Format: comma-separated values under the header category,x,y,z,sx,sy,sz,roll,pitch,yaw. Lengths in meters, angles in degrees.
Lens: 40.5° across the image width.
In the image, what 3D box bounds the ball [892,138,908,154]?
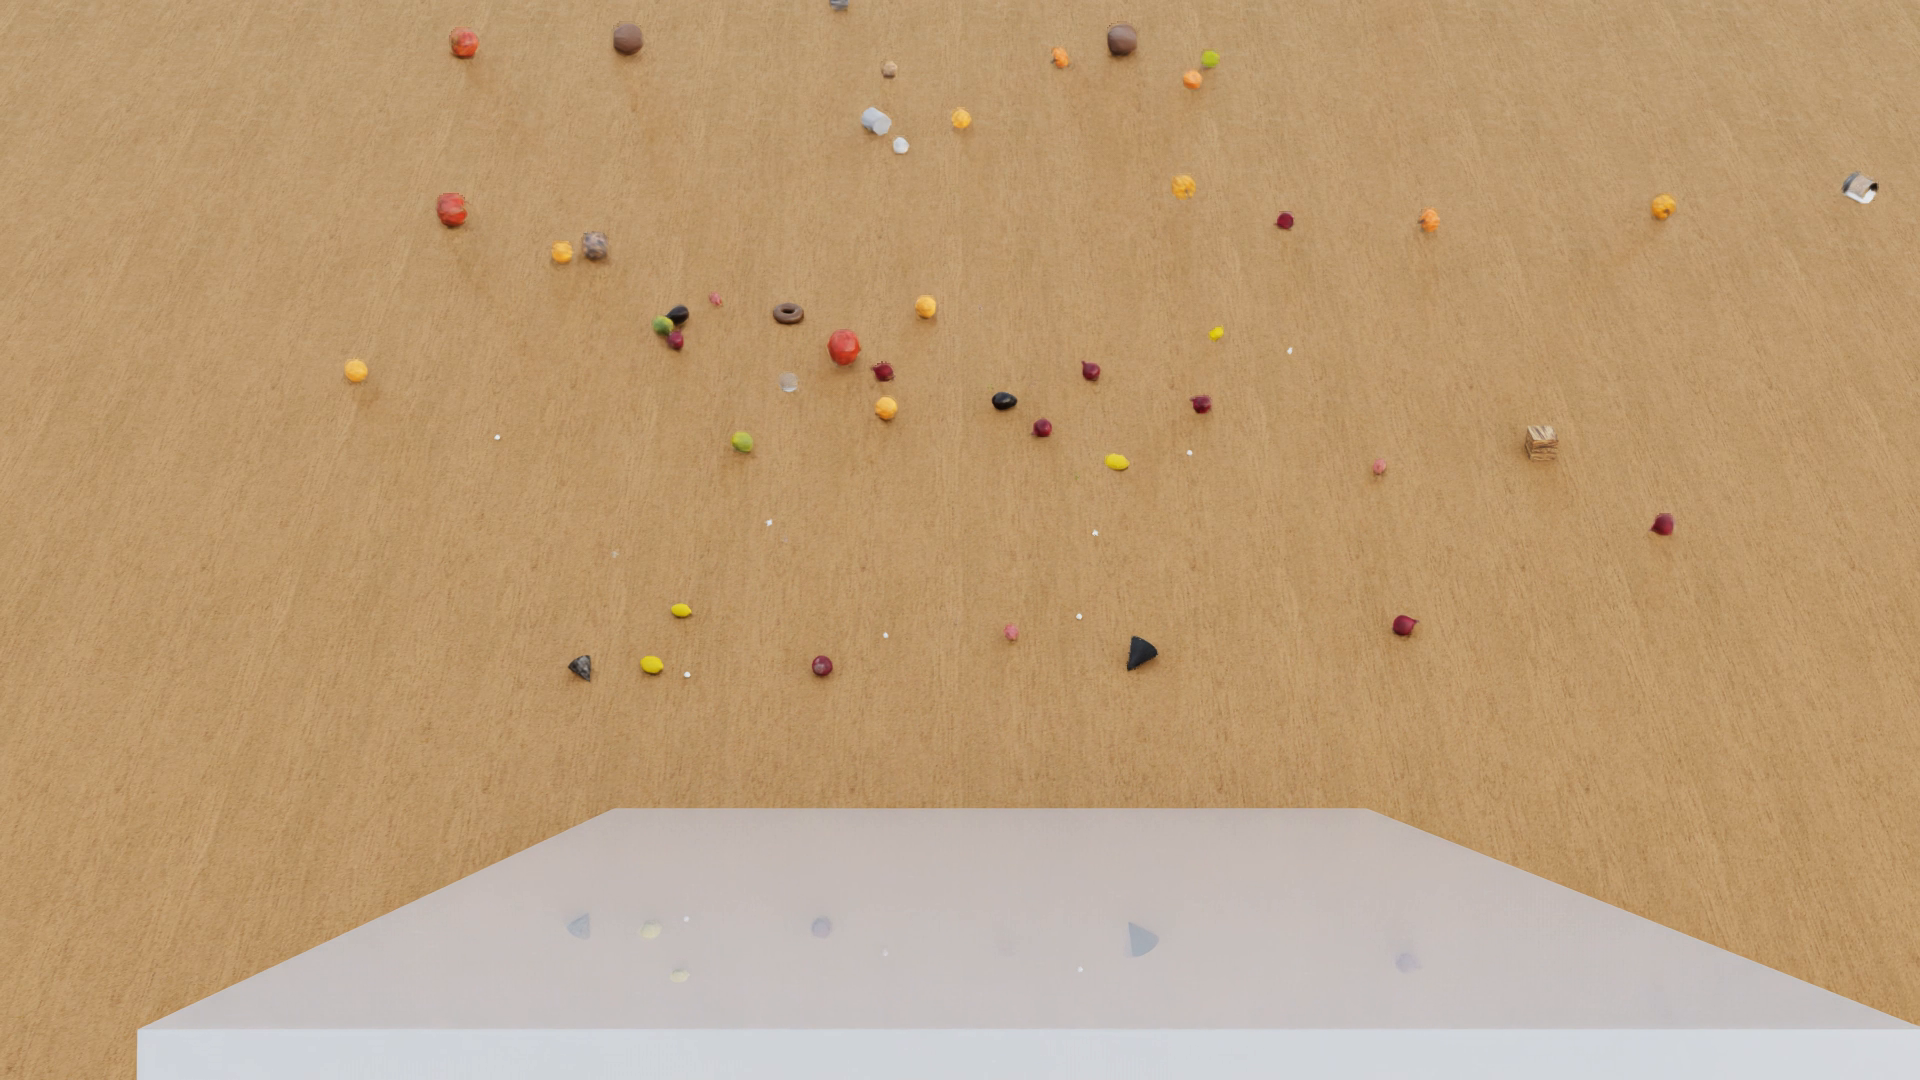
category,x,y,z,sx,sy,sz,roll,pitch,yaw
ball,-0.228,-1.514,9.990,0.062,0.062,0.062,0,37,0

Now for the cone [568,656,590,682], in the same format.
category,x,y,z,sx,sy,sz,roll,pitch,yaw
cone,-1.076,0.379,7.459,0.070,0.070,0.070,-21,68,-26

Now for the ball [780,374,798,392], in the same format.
category,x,y,z,sx,sy,sz,roll,pitch,yaw
ball,-0.568,-0.523,8.653,0.060,0.060,0.060,0,37,0

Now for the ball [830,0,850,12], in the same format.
category,x,y,z,sx,sy,sz,roll,pitch,yaw
ball,-0.510,-2.282,11.008,0.085,0.085,0.085,0,37,0

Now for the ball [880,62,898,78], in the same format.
category,x,y,z,sx,sy,sz,roll,pitch,yaw
ball,-0.285,-1.900,10.506,0.069,0.069,0.069,0,37,0

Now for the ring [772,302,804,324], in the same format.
category,x,y,z,sx,sy,sz,roll,pitch,yaw
ring,-0.596,-0.788,9.031,0.109,0.036,0.109,1,37,-1

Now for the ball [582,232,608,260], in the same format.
category,x,y,z,sx,sy,sz,roll,pitch,yaw
ball,-1.311,-1.056,9.344,0.094,0.094,0.094,0,37,0

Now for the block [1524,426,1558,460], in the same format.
category,x,y,z,sx,sy,sz,roll,pitch,yaw
block,1.867,-0.312,8.351,0.080,0.080,0.080,-2,37,-3

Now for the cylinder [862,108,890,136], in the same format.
category,x,y,z,sx,sy,sz,roll,pitch,yaw
cylinder,-0.327,-1.631,10.130,0.082,0.082,0.082,-25,43,-29

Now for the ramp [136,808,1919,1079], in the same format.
category,x,y,z,sx,sy,sz,roll,pitch,yaw
ramp,0.080,0.680,4.903,2.000,0.100,4.000,0,-2,0

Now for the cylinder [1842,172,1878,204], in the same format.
category,x,y,z,sx,sy,sz,roll,pitch,yaw
cylinder,3.352,-1.310,9.690,0.088,0.088,0.088,-24,44,-28
